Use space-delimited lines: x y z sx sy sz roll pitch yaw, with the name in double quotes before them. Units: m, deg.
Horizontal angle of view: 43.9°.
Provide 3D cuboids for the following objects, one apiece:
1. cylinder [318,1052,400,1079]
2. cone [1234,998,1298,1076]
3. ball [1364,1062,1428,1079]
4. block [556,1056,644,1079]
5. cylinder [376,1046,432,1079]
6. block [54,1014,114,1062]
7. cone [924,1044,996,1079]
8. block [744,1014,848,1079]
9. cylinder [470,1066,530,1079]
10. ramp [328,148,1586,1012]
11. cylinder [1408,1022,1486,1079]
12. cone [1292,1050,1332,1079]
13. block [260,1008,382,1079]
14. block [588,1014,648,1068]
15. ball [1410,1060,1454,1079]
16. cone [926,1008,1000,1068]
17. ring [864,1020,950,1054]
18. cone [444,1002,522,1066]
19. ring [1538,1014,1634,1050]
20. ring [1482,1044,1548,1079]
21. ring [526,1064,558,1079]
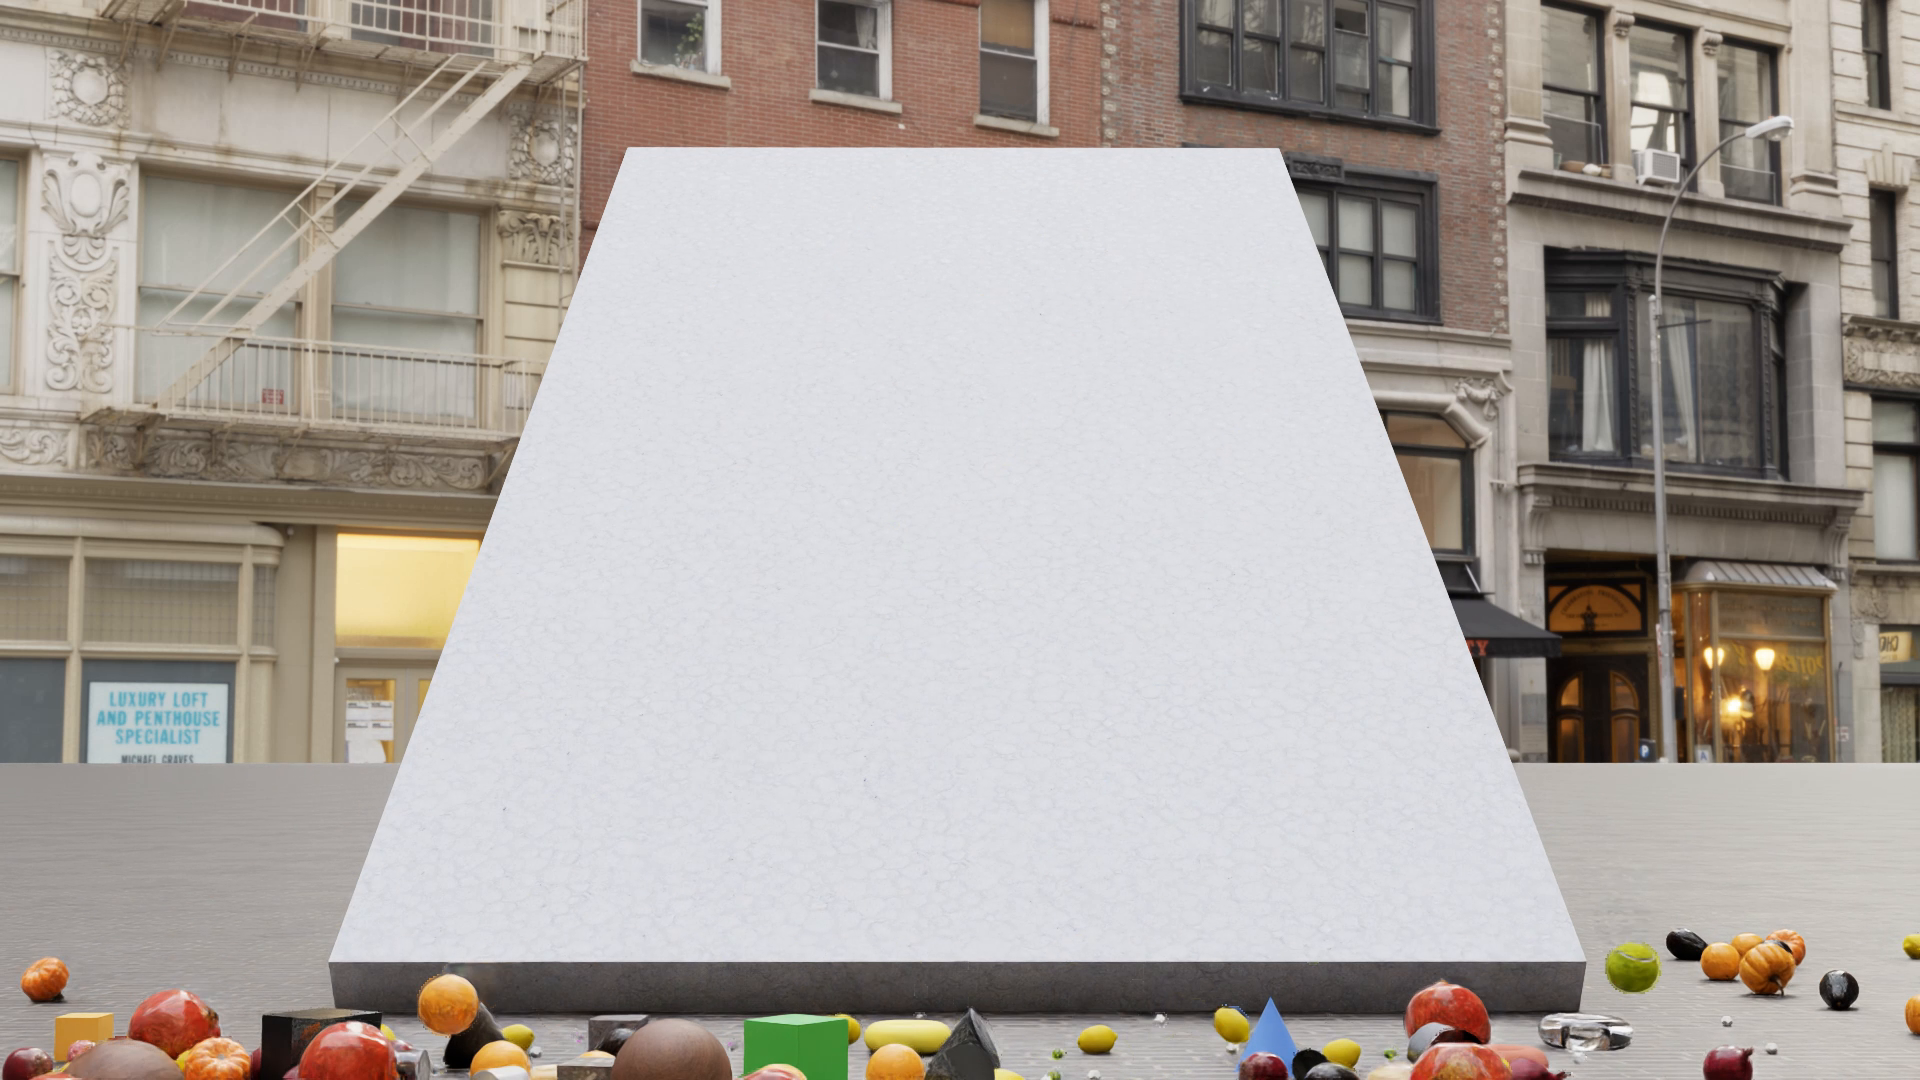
"cylinder" -0.695 0.627 2.756 0.066 0.066 0.066 -5 -7 41
"cone" 0.405 0.644 3.106 0.096 0.096 0.096 0 -5 0
"ball" 0.473 0.605 2.581 0.079 0.079 0.079 0 -5 0
"block" -0.395 0.610 2.616 0.074 0.074 0.074 -1 -5 10
"cylinder" -0.676 0.645 2.886 0.055 0.055 0.055 7 -4 7
"block" -1.190 0.675 3.241 0.058 0.058 0.058 0 -5 0
"cone" 0.022 0.633 2.690 0.096 0.096 0.096 -4 -33 35
"block" -0.200 0.629 2.902 0.089 0.089 0.089 -4 -7 39
"cylinder" -0.528 0.632 2.735 0.053 0.053 0.053 -3 -6 30
"ramp" -0.011 -0.223 5.580 2.000 0.100 4.000 0 28 0
"cylinder" 0.602 0.639 2.949 0.077 0.077 0.077 1 -5 -6
"cone" 0.428 0.667 2.960 0.053 0.053 0.053 1 -32 -16
"block" -0.771 0.622 2.880 0.099 0.099 0.099 -3 -6 31
"block" -0.449 0.662 3.135 0.066 0.066 0.066 0 -5 3
"ball" 0.529 0.622 2.695 0.066 0.066 0.066 0 -5 0
"cone" -0.006 0.676 3.143 0.087 0.087 0.087 -27 -8 4
"ring" -0.073 0.691 3.316 0.121 0.040 0.121 0 -6 0
"cone" -0.618 0.676 3.160 0.093 0.093 0.093 26 0 11
"ring" 0.883 0.694 3.367 0.131 0.044 0.131 1 -6 0
"ring" 0.688 0.666 3.034 0.118 0.039 0.118 -1 -6 0
"ring" -0.493 0.660 2.919 0.089 0.030 0.089 -1 -5 0
